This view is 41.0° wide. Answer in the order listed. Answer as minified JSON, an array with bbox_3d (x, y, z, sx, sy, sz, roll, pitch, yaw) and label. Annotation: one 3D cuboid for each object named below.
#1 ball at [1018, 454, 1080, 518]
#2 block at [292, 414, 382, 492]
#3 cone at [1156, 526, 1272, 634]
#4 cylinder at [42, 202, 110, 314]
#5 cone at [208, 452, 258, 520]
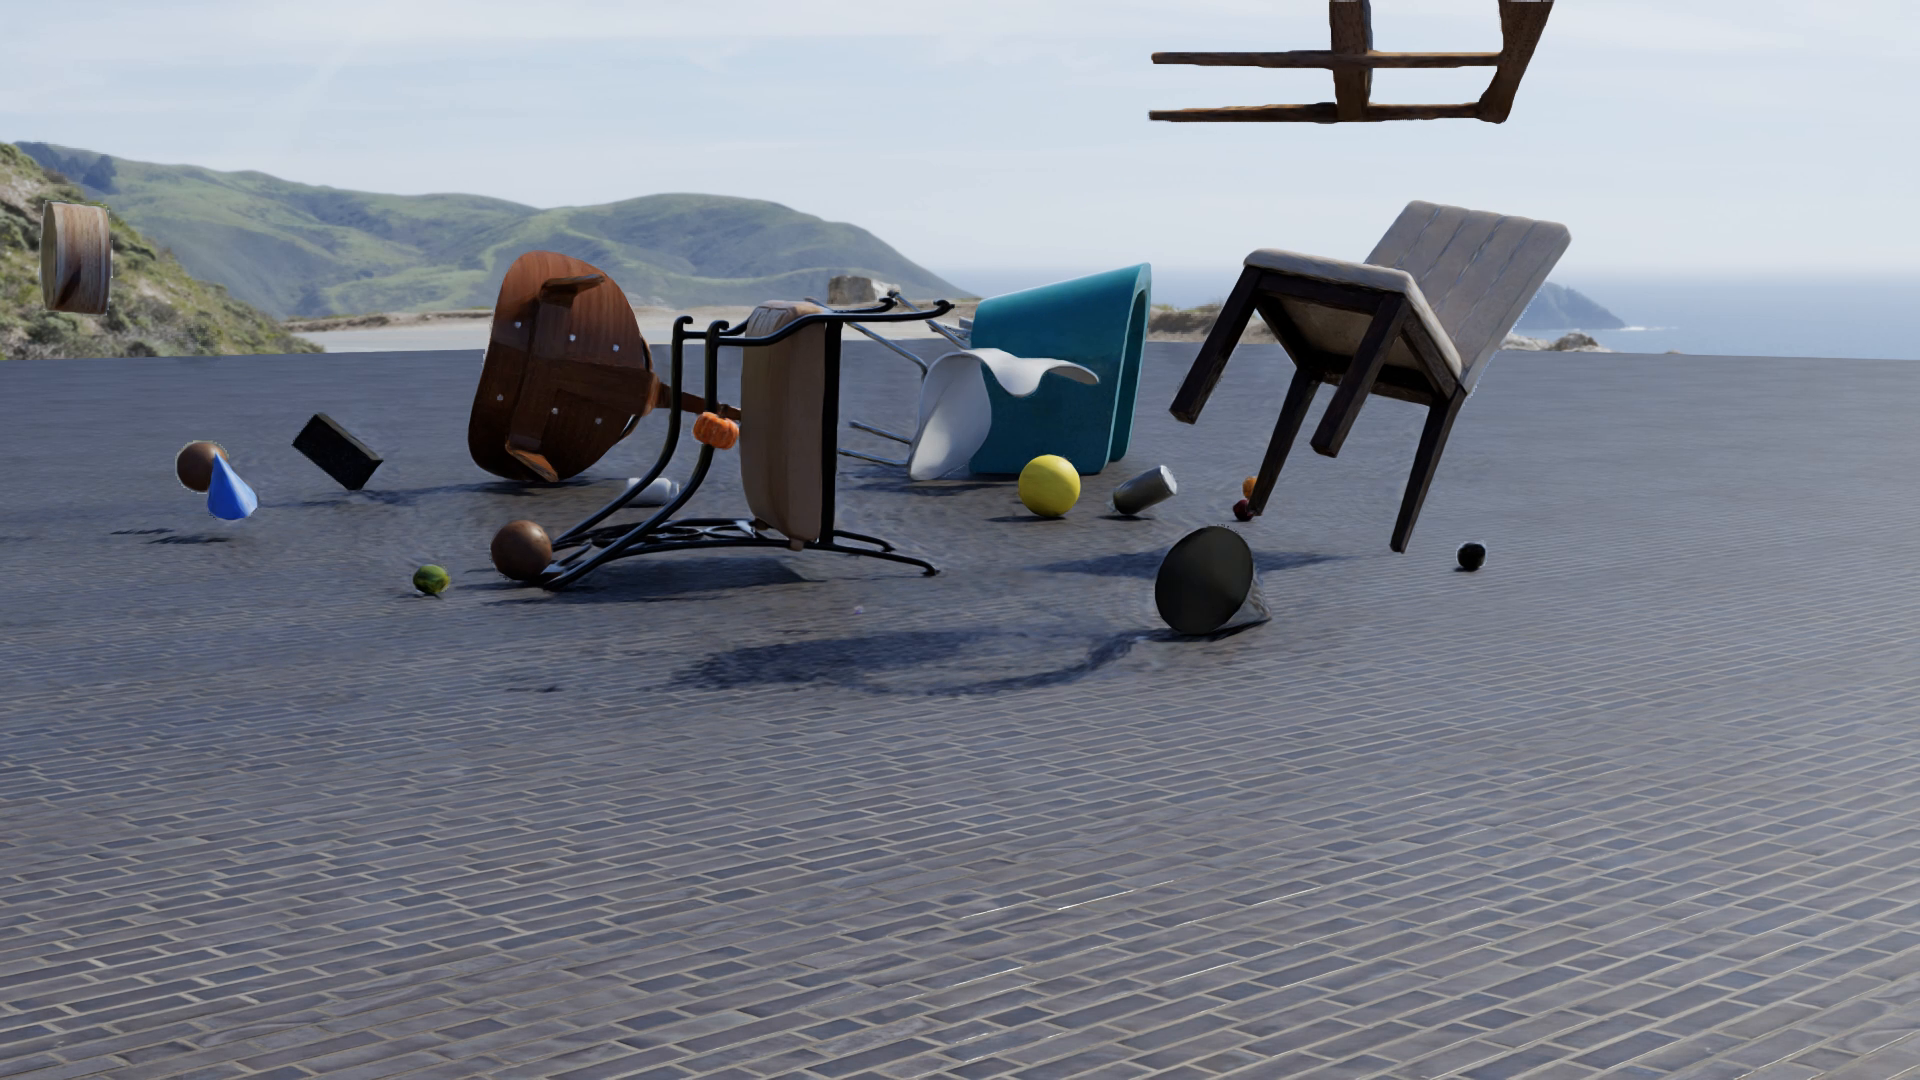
[{"bbox_3d":[0.244,-0.147,7.006,0.171,0.171,0.171,0,6,0],"label":"ball"},{"bbox_3d":[-1.818,-0.256,7.494,0.218,0.113,0.100,39,4,0],"label":"block"},{"bbox_3d":[0.523,0.113,4.825,0.249,0.213,0.206,28,24,-48],"label":"cone"},{"bbox_3d":[-2.300,-0.733,6.674,0.136,0.294,0.162,3,-17,-32],"label":"cylinder"},{"bbox_3d":[-1.848,-0.158,6.440,0.119,0.145,0.237,-22,29,-20],"label":"cone"}]
